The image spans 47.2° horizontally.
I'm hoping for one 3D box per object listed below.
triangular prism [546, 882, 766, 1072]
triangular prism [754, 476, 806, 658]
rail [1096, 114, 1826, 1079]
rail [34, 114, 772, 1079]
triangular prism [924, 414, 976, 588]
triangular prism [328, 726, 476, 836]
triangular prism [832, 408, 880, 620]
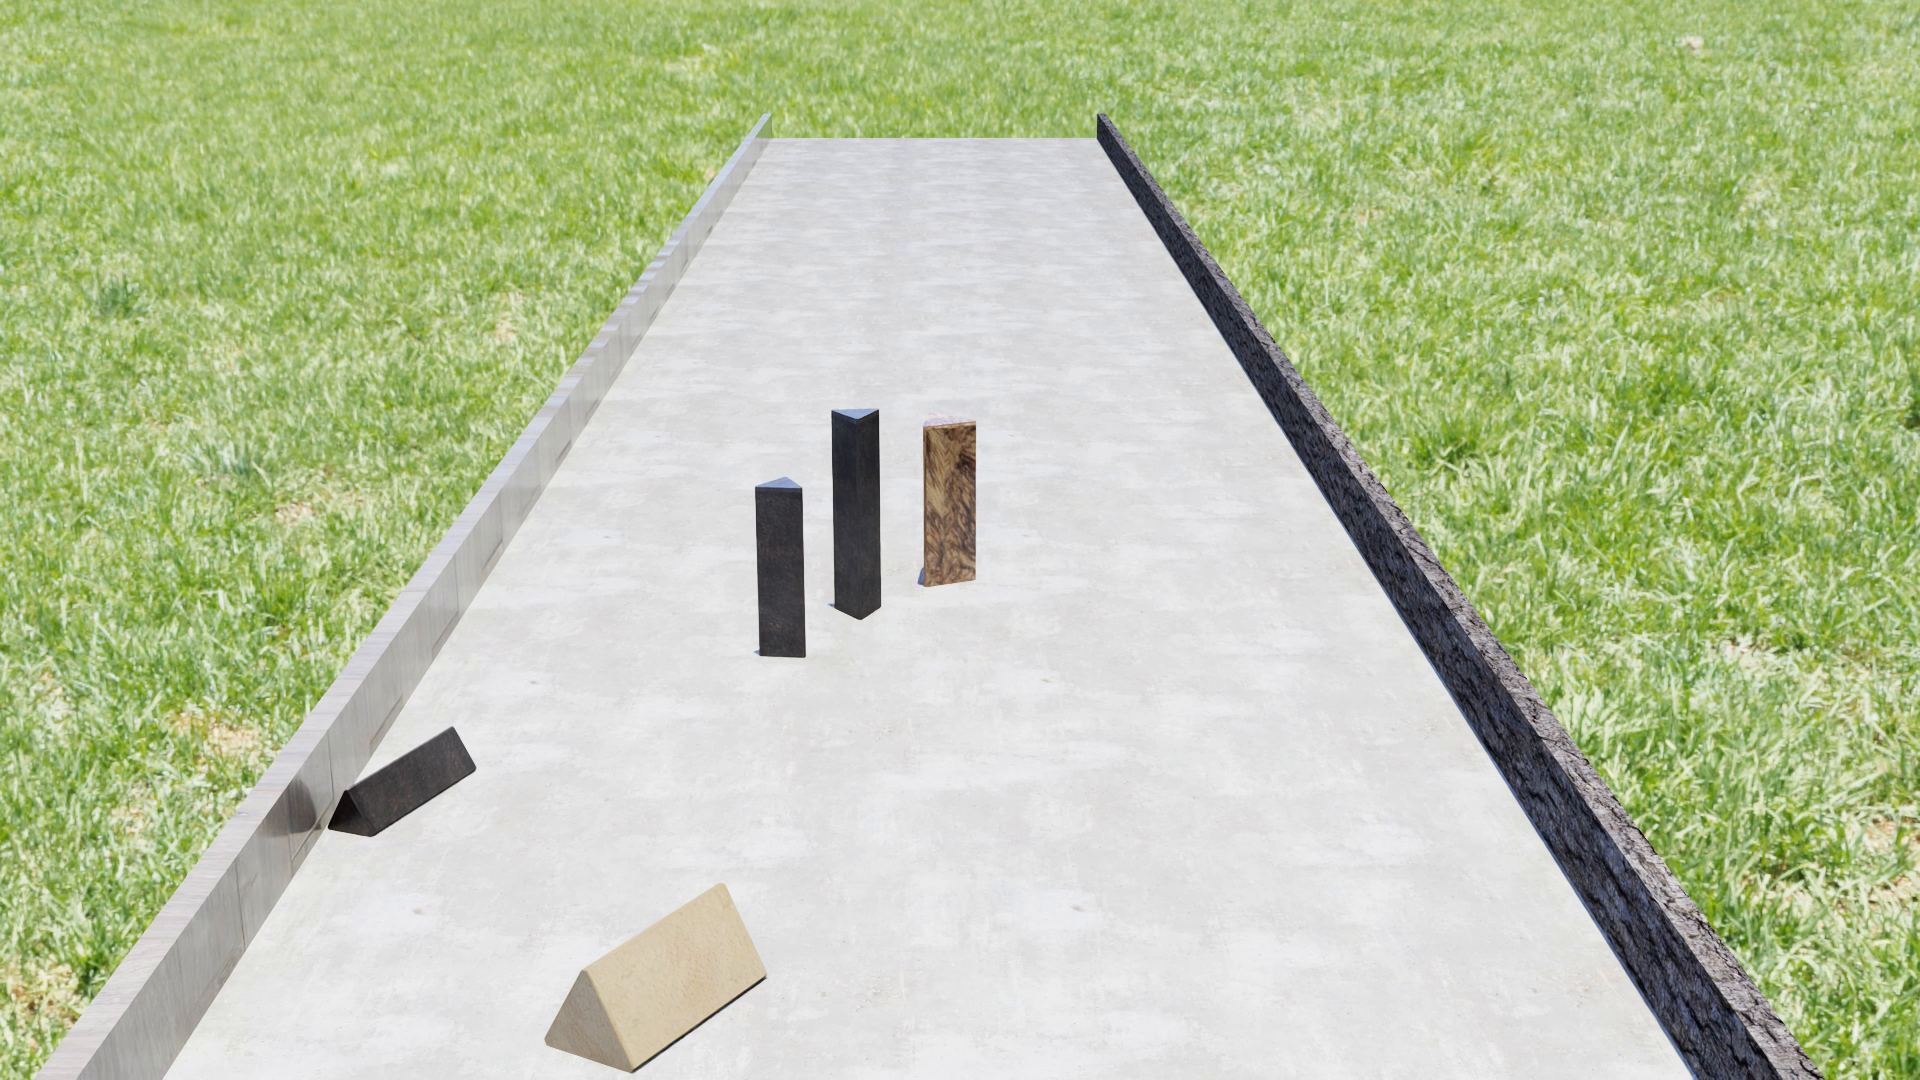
[{"bbox_3d":[-0.415,0.586,3.020,0.148,0.128,0.306,10,19,29],"label":"triangular prism"},{"bbox_3d":[-0.354,0.054,4.422,0.094,0.355,0.081,2,17,6],"label":"triangular prism"},{"bbox_3d":[0.932,-0.844,7.801,0.050,0.150,12.000,0,17,-1],"label":"rail"},{"bbox_3d":[-1.118,-0.838,7.780,0.050,0.150,12.000,0,17,-1],"label":"rail"},{"bbox_3d":[-0.045,-0.093,4.896,0.127,0.367,0.110,-8,18,-25],"label":"triangular prism"},{"bbox_3d":[-0.946,0.403,3.732,0.087,0.075,0.306,6,18,20],"label":"triangular prism"},{"bbox_3d":[-0.205,-0.059,4.656,0.086,0.438,0.100,-12,20,-34],"label":"triangular prism"}]
